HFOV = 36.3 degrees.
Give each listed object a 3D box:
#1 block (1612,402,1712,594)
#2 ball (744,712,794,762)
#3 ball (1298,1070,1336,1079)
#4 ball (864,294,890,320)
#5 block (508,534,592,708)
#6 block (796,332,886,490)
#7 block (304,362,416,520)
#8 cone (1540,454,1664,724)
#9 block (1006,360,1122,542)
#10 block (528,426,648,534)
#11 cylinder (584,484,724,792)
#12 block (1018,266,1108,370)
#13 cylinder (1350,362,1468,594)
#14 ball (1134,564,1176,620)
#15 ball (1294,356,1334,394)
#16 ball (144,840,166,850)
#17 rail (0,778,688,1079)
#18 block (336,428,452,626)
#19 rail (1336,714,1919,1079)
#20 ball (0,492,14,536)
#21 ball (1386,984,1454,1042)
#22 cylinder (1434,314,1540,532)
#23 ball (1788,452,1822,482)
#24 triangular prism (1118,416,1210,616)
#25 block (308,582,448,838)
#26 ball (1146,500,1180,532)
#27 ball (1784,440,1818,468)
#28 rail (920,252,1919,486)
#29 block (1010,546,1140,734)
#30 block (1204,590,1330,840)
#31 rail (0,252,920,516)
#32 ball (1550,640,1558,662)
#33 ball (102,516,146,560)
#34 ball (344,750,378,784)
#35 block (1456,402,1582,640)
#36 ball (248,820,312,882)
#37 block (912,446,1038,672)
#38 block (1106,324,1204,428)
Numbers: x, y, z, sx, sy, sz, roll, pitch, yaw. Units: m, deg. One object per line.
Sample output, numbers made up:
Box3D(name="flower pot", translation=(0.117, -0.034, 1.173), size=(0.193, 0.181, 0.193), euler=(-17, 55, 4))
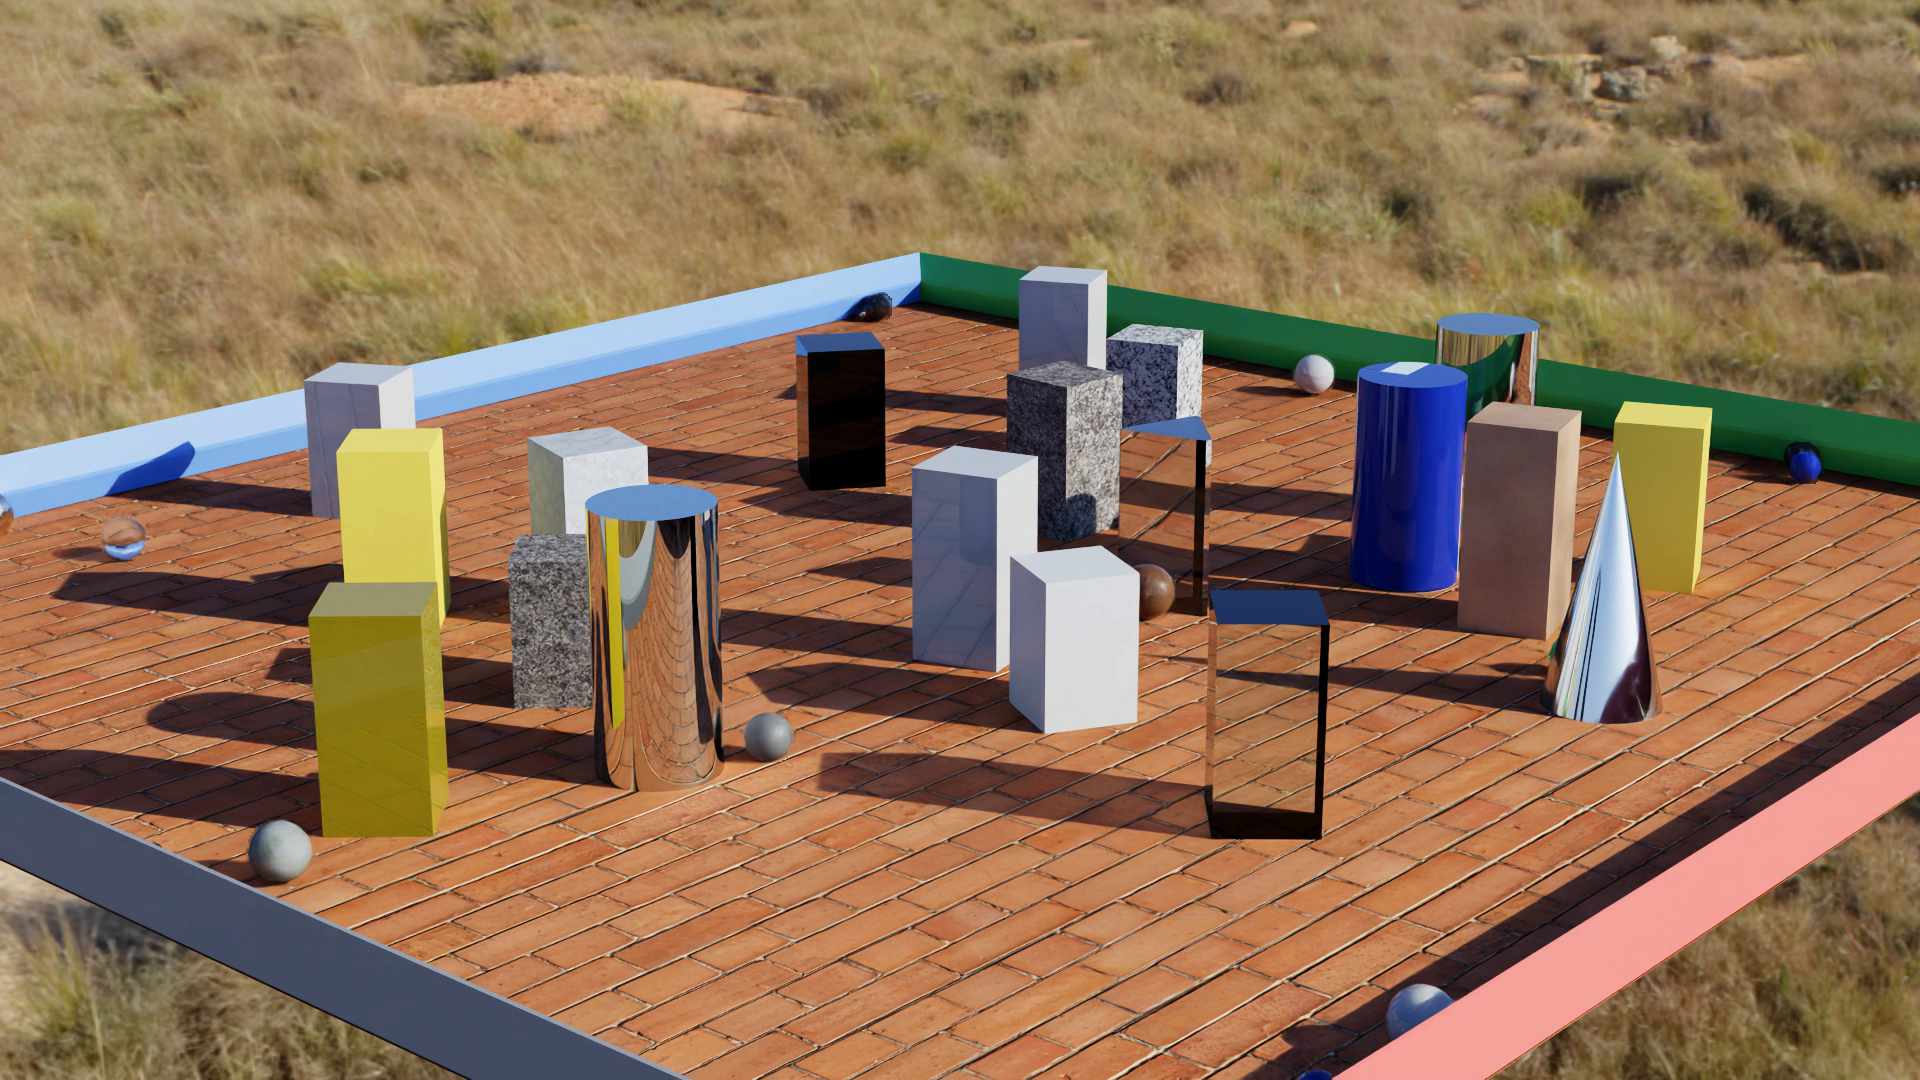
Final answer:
Box3D(name="block", translation=(1.233, -0.076, 5.179), size=(0.152, 0.298, 0.152), euler=(6, 18, 18))
Box3D(name="ball", translation=(-0.283, 0.291, 4.349), size=(0.073, 0.073, 0.073), euler=(0, 17, 0))
Box3D(name="ball", translation=(0.400, 0.622, 3.286), size=(0.056, 0.056, 0.056), euler=(0, 17, 0))
Box3D(name="ball", translation=(-0.204, -0.574, 7.228), size=(0.067, 0.067, 0.067), euler=(0, 17, 0))
Box3D(name="block", translation=(-0.621, 0.126, 4.611), size=(0.152, 0.238, 0.152), euler=(-1, 17, -2))
Box3D(name="block", translation=(-0.236, -0.256, 5.806), size=(0.152, 0.279, 0.152), euler=(-3, 17, -11))
Box3D(name="block", translation=(-1.141, -0.188, 5.599), size=(0.152, 0.267, 0.152), euler=(4, 17, 13))
Box3D(name="cone", translation=(1.005, 0.060, 4.536), size=(0.190, 0.408, 0.190), euler=(0, 17, 0))
Box3D(name="block", translation=(0.195, -0.168, 5.488), size=(0.152, 0.294, 0.152), euler=(16, 23, 43))
Box3D(name="block", translation=(-0.630, -0.021, 4.990), size=(0.152, 0.301, 0.152), euler=(-10, 19, -29))
Box3D(name="cylinder", translation=(-0.443, 0.141, 4.267), size=(0.190, 0.408, 0.190), euler=(0, 17, 0))
Box3D(name="block", translation=(0.221, -0.422, 6.313), size=(0.152, 0.303, 0.152), euler=(5, 18, 17))
Box3D(name="cylinder", translation=(0.789, -0.111, 5.167), size=(0.190, 0.370, 0.190), euler=(0, 17, 0))
Box3D(name="ball", translation=(0.318, 0.087, 4.988), size=(0.095, 0.095, 0.095), euler=(0, 17, 0))
Box3D(name="ball", translation=(0.784, -0.366, 6.499), size=(0.088, 0.088, 0.088), euler=(0, 17, 0))
Box3D(name="ball", translation=(-1.080, 0.433, 3.886), size=(0.069, 0.069, 0.069), euler=(0, 17, 0))
Box3D(name="rail", translation=(-1.138, 0.410, 3.866), size=(3.328, 0.124, 0.045), euler=(14, 22, 39))
Box3D(name="block", translation=(-0.955, -0.018, 4.958), size=(0.152, 0.313, 0.152), euler=(0, 17, -2))
Box3D(name="rail", translation=(1.239, 0.342, 4.091), size=(0.045, 0.124, 3.519), euler=(14, 22, 39))
Box3D(name="ball", translation=(-1.803, -0.047, 5.432), size=(0.095, 0.095, 0.095), euler=(0, 17, 0))
Box3D(name="ball", translation=(0.541, 0.563, 3.431), size=(0.085, 0.085, 0.085), euler=(0, 17, 0))
Box3D(name="cylinder", translation=(0.985, -0.221, 5.519), size=(0.190, 0.378, 0.190), euler=(0, 17, 0))
Box3D(name="ball", translation=(1.675, -0.144, 5.810), size=(0.063, 0.063, 0.063), euler=(0, 17, 0))
Box3D(name="triangular prism", translation=(0.378, -0.048, 5.060), size=(0.165, 0.311, 0.143), euler=(9, 19, 26))
Box3D(name="block", translation=(-0.810, 0.236, 4.099), size=(0.152, 0.323, 0.152), euler=(0, 17, -1))
Box3D(name="ball", translation=(0.380, -0.046, 5.489), size=(0.061, 0.061, 0.061), euler=(0, 17, 0))
Box3D(name="ball", translation=(1.685, -0.165, 5.873), size=(0.066, 0.066, 0.066), euler=(0, 17, 0))
Box3D(name="rail", translation=(1.138, -0.348, 6.375), size=(3.328, 0.124, 0.045), euler=(14, 22, 39))
Box3D(name="block", translation=(0.175, 0.152, 4.521), size=(0.152, 0.240, 0.152), euler=(-6, 18, -19))
Box3D(name="block", translation=(0.426, 0.243, 4.093), size=(0.152, 0.314, 0.152), euler=(0, 17, 1))
Box3D(name="rail", translation=(-1.239, -0.280, 6.150), size=(0.045, 0.124, 3.519), euler=(14, 22, 39))
Box3D(name="ball", translation=(0.981, 0.185, 4.719), size=(0.063, 0.063, 0.063), euler=(0, 17, 0))
Box3D(name="ball", translation=(-1.515, -0.003, 5.315), size=(0.079, 0.079, 0.079), euler=(0, 17, 0))
Box3D(name="ball", translation=(-0.871, 0.330, 4.266), size=(0.048, 0.048, 0.048), euler=(0, 17, 0))
Box3D(name="block", translation=(0.940, -0.034, 4.929), size=(0.152, 0.360, 0.152), euler=(8, 19, 24))
Box3D(name="ball", translation=(-0.909, 0.416, 3.919), size=(0.083, 0.083, 0.083), euler=(0, 17, 0))
Box3D(name="block", translation=(0.025, 0.029, 4.783), size=(0.152, 0.324, 0.152), euler=(8, 19, 25))
Box3D(name="block", translation=(0.395, -0.295, 5.977), size=(0.152, 0.254, 0.152), euler=(7, 18, 22))
